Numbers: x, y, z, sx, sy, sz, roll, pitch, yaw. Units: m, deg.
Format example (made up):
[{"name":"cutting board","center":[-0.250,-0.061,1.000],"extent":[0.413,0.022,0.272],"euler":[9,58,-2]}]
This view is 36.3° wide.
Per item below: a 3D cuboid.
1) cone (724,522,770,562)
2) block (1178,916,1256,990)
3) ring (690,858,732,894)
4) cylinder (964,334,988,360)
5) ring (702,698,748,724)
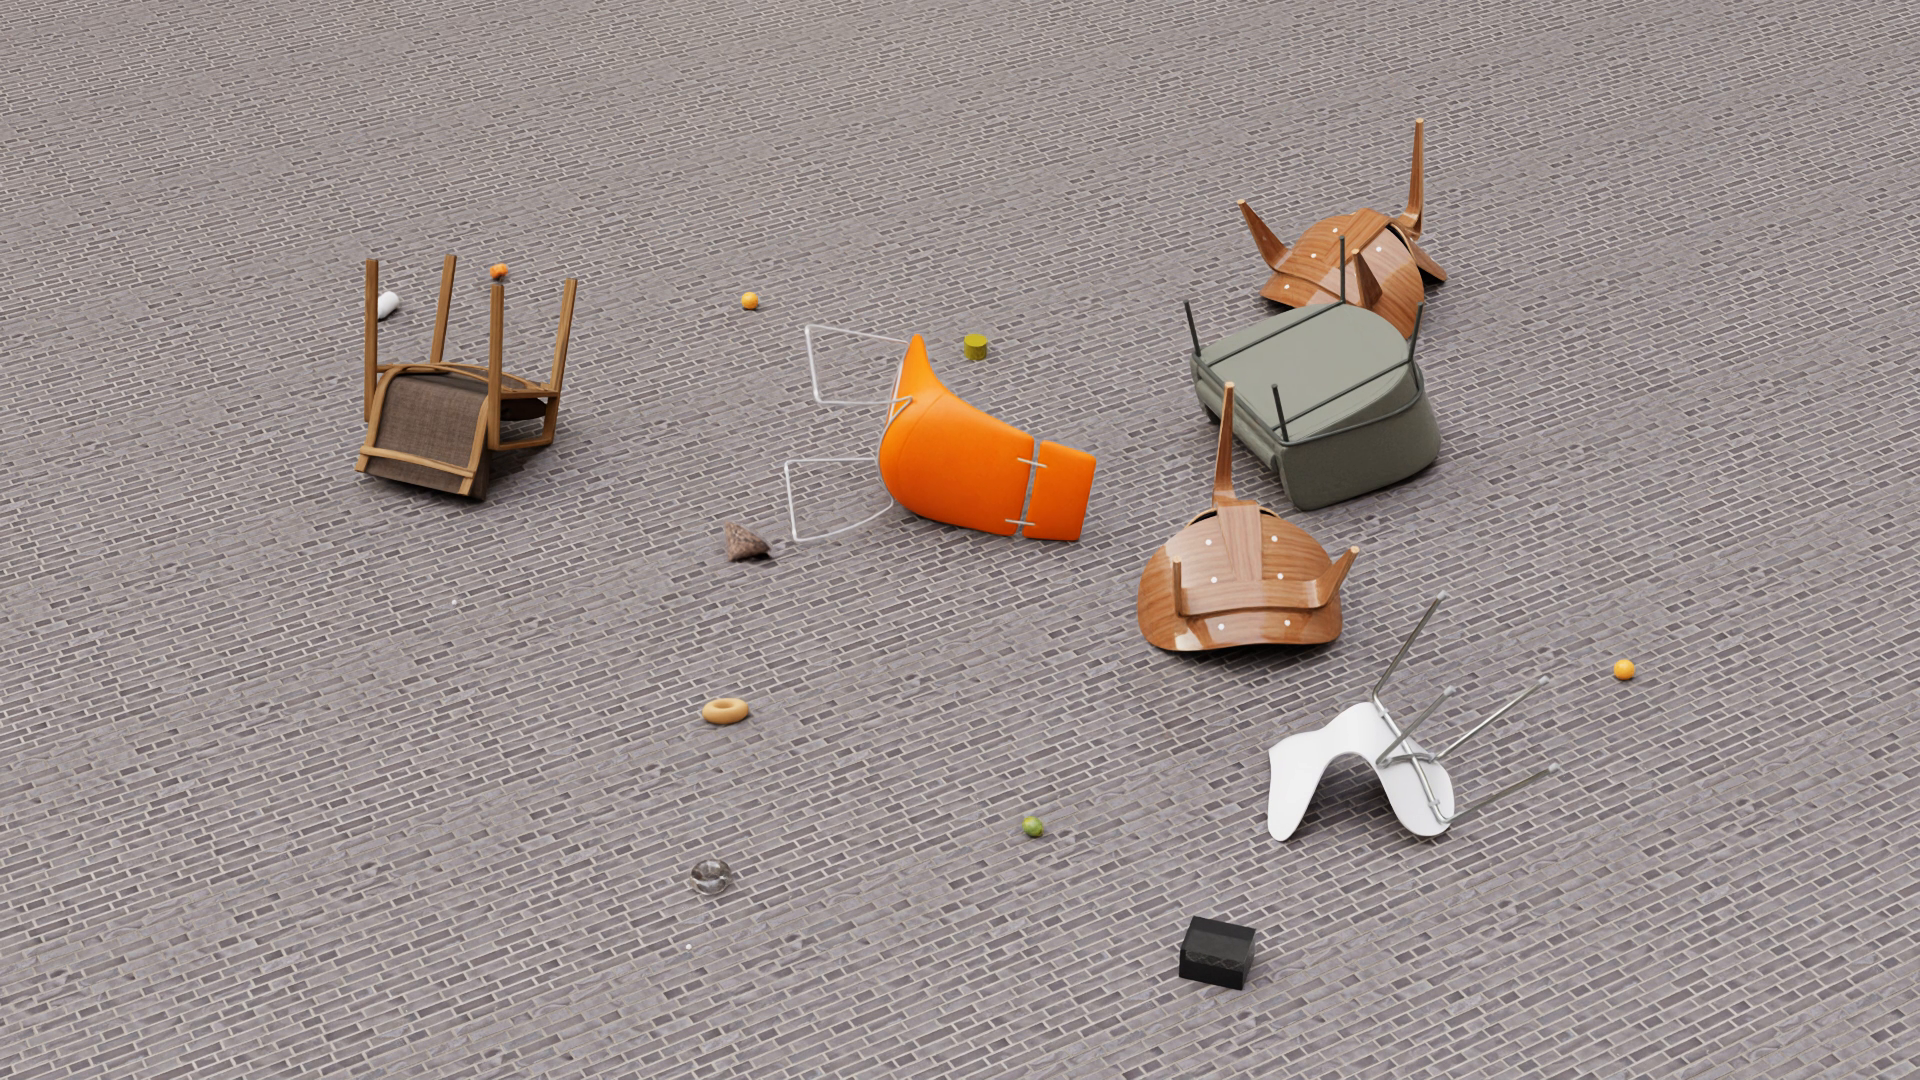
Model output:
[{"name":"cone","center":[-0.821,0.034,10.836],"extent":[0.232,0.145,0.124],"euler":[26,72,35]},{"name":"block","center":[0.784,1.258,8.931],"extent":[0.197,0.114,0.161],"euler":[10,35,15]},{"name":"ring","center":[-0.789,1.066,9.283],"extent":[0.133,0.050,0.150],"euler":[11,34,15]},{"name":"cylinder","center":[0.065,-0.796,12.093],"extent":[0.094,0.065,0.105],"euler":[-6,34,-9]},{"name":"ring","center":[-0.800,0.584,10.004],"extent":[0.161,0.060,0.091],"euler":[-5,32,-10]}]
